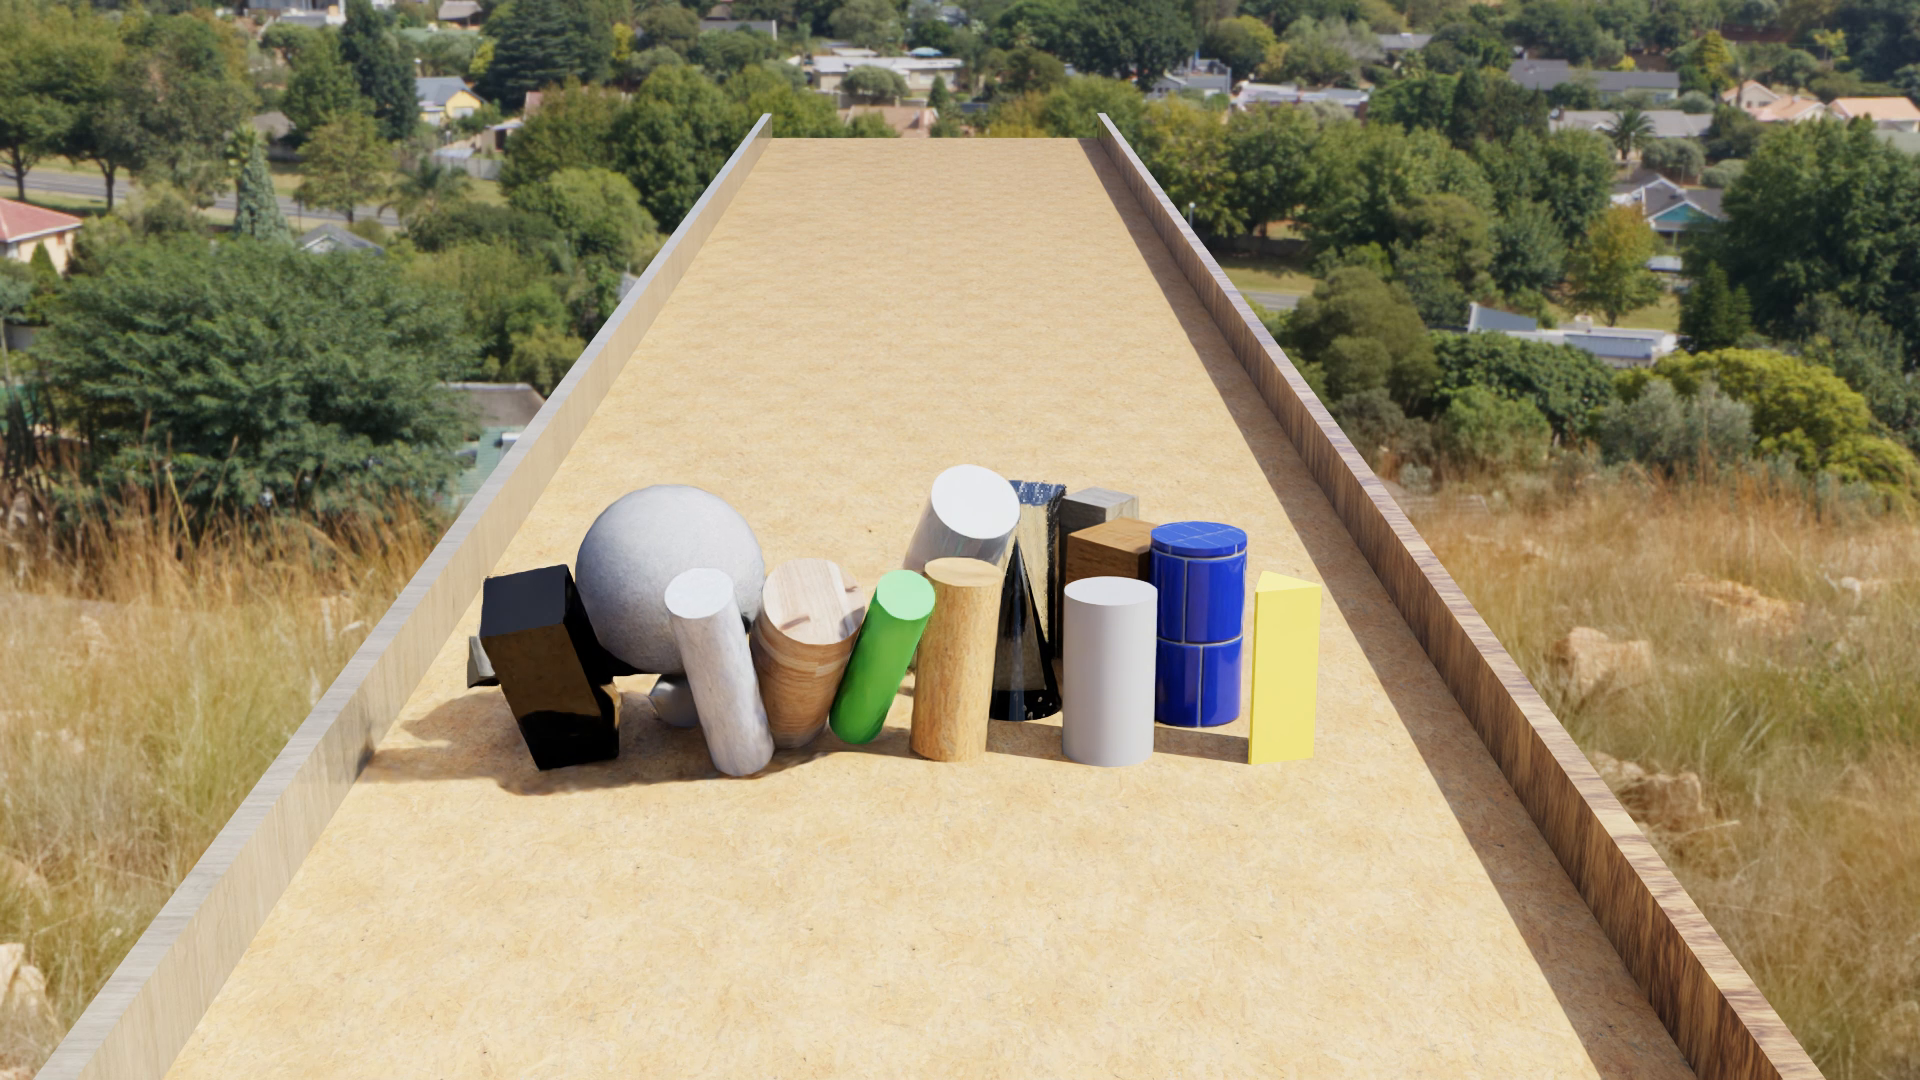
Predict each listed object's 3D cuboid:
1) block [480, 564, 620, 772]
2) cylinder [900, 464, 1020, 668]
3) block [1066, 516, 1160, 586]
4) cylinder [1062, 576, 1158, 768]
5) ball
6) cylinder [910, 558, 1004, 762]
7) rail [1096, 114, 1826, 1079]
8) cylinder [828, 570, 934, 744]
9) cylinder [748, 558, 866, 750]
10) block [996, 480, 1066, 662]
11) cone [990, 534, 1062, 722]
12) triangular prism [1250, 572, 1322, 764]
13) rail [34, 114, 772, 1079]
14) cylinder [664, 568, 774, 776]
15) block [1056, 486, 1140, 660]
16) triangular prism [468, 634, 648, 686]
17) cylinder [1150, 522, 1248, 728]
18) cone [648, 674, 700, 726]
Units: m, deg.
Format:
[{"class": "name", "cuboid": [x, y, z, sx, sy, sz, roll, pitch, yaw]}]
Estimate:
[{"class": "block", "cuboid": [-0.703, 0.223, 3.795, 0.143, 0.340, 0.143, -11, 43, 2]}, {"class": "cylinder", "cuboid": [-0.026, 0.058, 4.234, 0.169, 0.450, 0.169, 8, 53, -11]}, {"class": "block", "cuboid": [0.326, 0.135, 4.234, 0.175, 0.304, 0.175, 17, 23, 41]}, {"class": "cylinder", "cuboid": [0.265, 0.233, 3.914, 0.164, 0.301, 0.164, 0, 17, 0]}, {"class": "ball", "cuboid": [-0.515, 0.069, 3.913, 0.339, 0.339, 0.339, 0, 17, 0]}, {"class": "cylinder", "cuboid": [-0.008, 0.212, 3.904, 0.138, 0.335, 0.138, 5, 21, -2]}, {"class": "rail", "cuboid": [0.932, -0.844, 7.801, 0.050, 0.150, 12.000, 0, 17, -1]}, {"class": "cylinder", "cuboid": [-0.141, 0.209, 3.835, 0.100, 0.432, 0.100, 8, 55, -11]}, {"class": "cylinder", "cuboid": [-0.287, 0.203, 3.863, 0.177, 0.357, 0.177, 8, 54, -11]}, {"class": "block", "cuboid": [0.119, 0.068, 4.389, 0.149, 0.342, 0.149, 6, 19, 20]}, {"class": "cone", "cuboid": [0.106, 0.150, 4.129, 0.177, 0.338, 0.177, 0, 17, 0]}, {"class": "triangular prism", "cuboid": [0.557, 0.224, 3.911, 0.124, 0.321, 0.107, -5, 17, -15]}, {"class": "rail", "cuboid": [-1.118, -0.838, 7.780, 0.050, 0.150, 12.000, 0, 17, -1]}, {"class": "cylinder", "cuboid": [-0.404, 0.228, 3.732, 0.113, 0.412, 0.113, -4, 46, 4]}, {"class": "block", "cuboid": [0.274, 0.075, 4.382, 0.111, 0.335, 0.111, 14, 22, 37]}, {"class": "triangular prism", "cuboid": [-0.691, 0.205, 4.057, 0.423, 0.086, 0.099, -3, -11, -25]}, {"class": "cylinder", "cuboid": [0.439, 0.156, 4.090, 0.177, 0.348, 0.177, 0, 17, 0]}, {"class": "cone", "cuboid": [-0.519, 0.276, 3.878, 0.113, 0.113, 0.382, 1, -4, 2]}]
